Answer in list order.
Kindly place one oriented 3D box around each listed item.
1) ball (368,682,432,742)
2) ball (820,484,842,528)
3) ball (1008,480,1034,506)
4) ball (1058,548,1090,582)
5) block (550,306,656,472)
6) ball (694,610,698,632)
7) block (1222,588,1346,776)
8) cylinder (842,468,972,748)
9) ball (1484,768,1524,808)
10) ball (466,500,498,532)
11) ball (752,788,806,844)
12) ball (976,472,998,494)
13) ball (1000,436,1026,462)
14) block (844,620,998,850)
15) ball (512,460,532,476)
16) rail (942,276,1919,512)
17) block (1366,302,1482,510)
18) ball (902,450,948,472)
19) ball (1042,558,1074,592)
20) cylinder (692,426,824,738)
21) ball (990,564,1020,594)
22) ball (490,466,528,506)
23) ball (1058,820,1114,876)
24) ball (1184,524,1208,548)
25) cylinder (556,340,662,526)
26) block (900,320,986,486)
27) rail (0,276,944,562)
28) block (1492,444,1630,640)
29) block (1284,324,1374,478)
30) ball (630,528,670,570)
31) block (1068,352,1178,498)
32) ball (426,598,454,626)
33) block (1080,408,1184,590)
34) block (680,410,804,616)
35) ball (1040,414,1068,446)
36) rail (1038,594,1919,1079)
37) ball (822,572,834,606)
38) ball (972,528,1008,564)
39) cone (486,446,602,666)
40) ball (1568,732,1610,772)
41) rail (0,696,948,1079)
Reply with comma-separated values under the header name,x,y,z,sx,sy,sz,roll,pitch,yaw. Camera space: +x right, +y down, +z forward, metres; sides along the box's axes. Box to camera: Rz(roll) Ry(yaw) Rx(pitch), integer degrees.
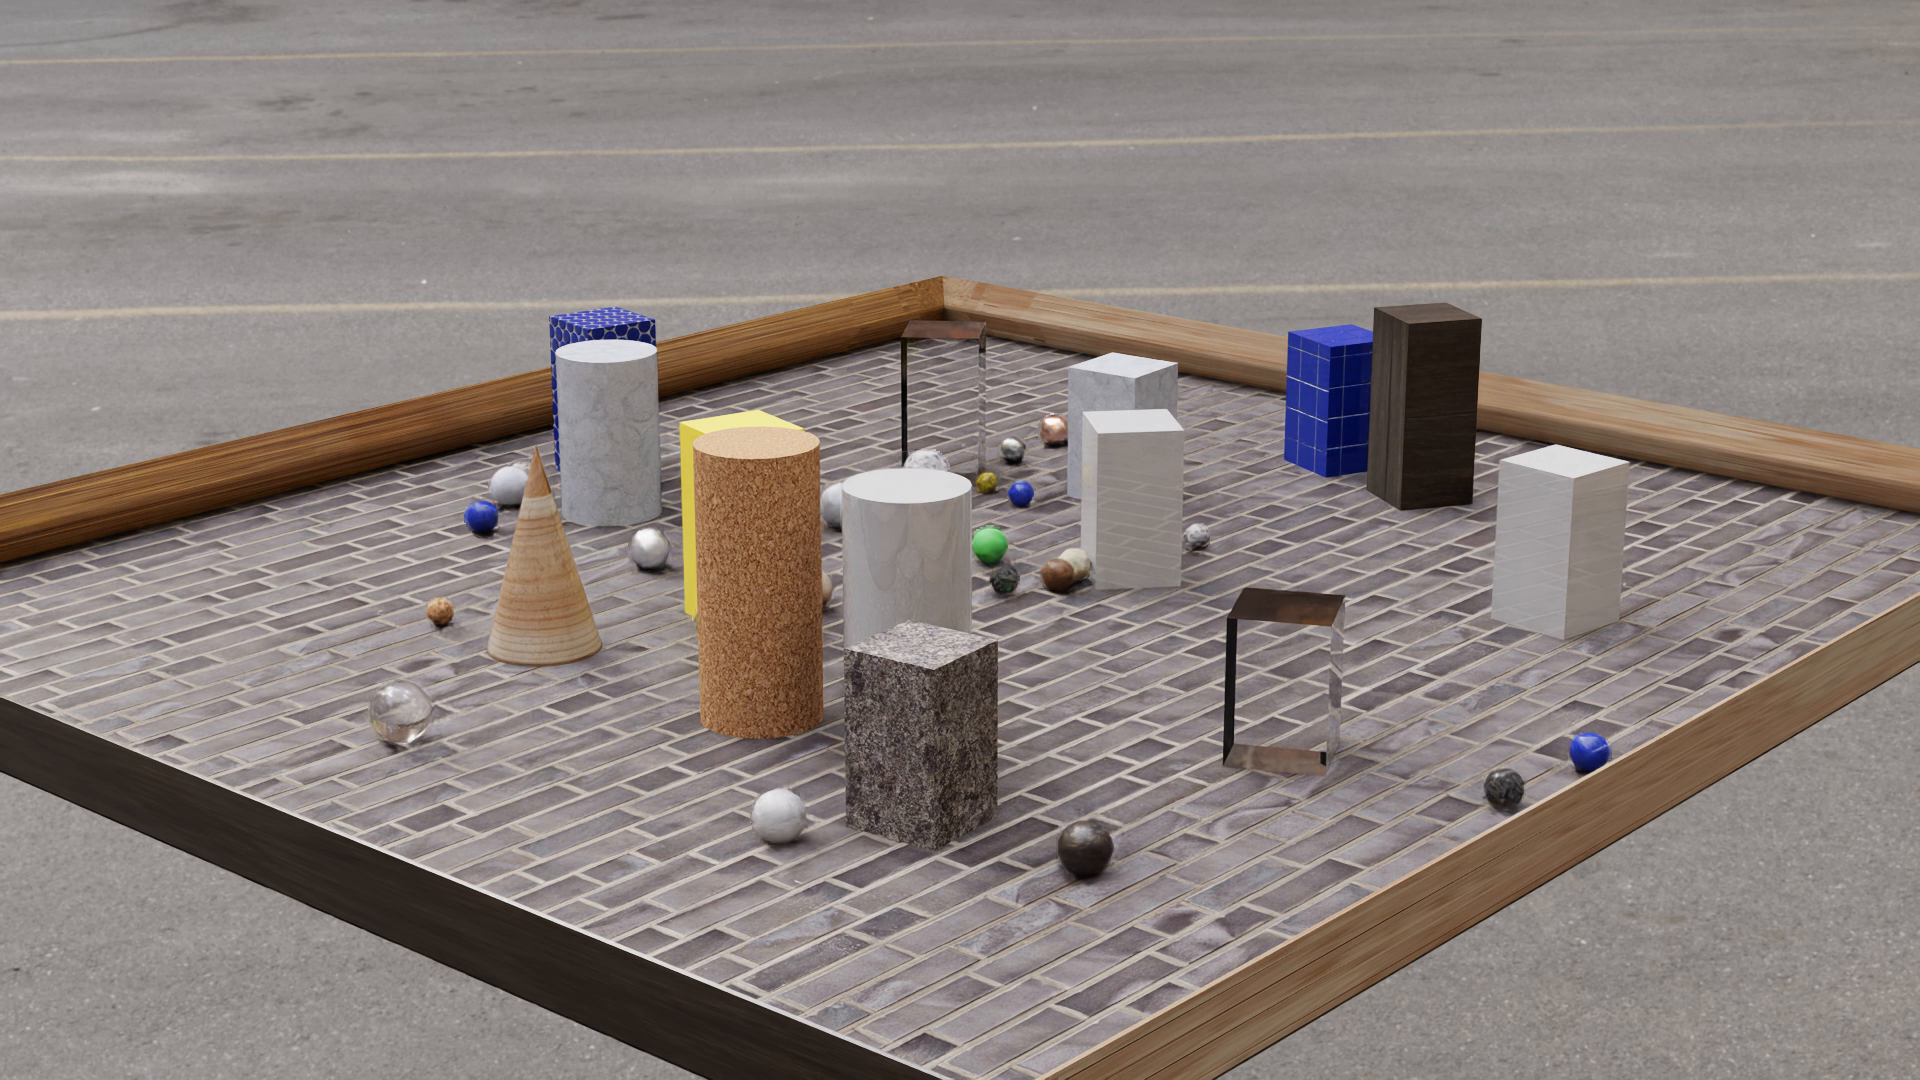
name,x,y,z,sx,sy,sz,roll,pitch,yaw
ball,-0.844,0.259,4.421,0.093,0.093,0.093,0,17,0
ball,-0.222,-0.065,5.510,0.084,0.084,0.084,0,17,0
ball,0.118,-0.090,5.655,0.049,0.049,0.049,0,17,0
ball,0.201,0.044,5.192,0.059,0.059,0.059,0,17,0
block,-0.709,-0.289,5.851,0.153,0.315,0.153,-12,21,-35
ball,-0.401,0.134,4.860,0.079,0.079,0.079,0,17,0
block,0.481,0.208,4.352,0.153,0.231,0.153,4,17,14
cylinder,-0.078,0.116,4.349,0.191,0.409,0.191,0,17,0
ball,0.775,0.353,4.174,0.057,0.057,0.057,0,17,0
ball,-0.892,-0.043,5.481,0.060,0.060,0.060,0,17,0
ball,-0.250,0.381,4.050,0.075,0.075,0.075,0,17,0
ball,0.053,-0.113,5.742,0.042,0.042,0.042,0,17,0
ball,0.107,-0.183,5.957,0.052,0.052,0.052,0,17,0
block,-0.053,0.270,4.090,0.153,0.264,0.153,12,20,33
ball,-0.857,-0.124,5.741,0.064,0.064,0.064,0,17,0
rail,1.019,-0.308,6.244,2.853,0.124,0.045,14,22,39
block,0.895,-0.259,5.665,0.153,0.367,0.153,-5,18,-17
ball,-0.067,-0.131,5.716,0.091,0.091,0.091,0,17,0
ball,0.172,0.061,5.139,0.057,0.057,0.057,0,17,0
cylinder,-0.306,0.063,4.472,0.191,0.439,0.191,0,17,0
ball,0.078,0.069,5.122,0.052,0.052,0.052,0,17,0
ball,-0.866,-0.103,5.650,0.077,0.077,0.077,0,17,0
ball,0.168,0.414,3.940,0.076,0.076,0.076,0,17,0
ball,0.434,-0.006,5.384,0.045,0.045,0.045,0,17,0
cylinder,-0.667,-0.205,5.574,0.191,0.316,0.191,0,17,0
block,-0.032,-0.273,5.827,0.153,0.299,0.153,2,17,5
rail,-1.059,-0.235,6.001,0.045,0.124,3.156,14,22,39
block,1.013,0.002,4.952,0.153,0.280,0.153,-14,22,-40
block,0.764,-0.282,5.913,0.153,0.267,0.153,-8,19,-26
ball,-0.557,0.016,5.261,0.074,0.074,0.074,0,17,0
block,0.316,-0.214,5.702,0.153,0.259,0.153,12,21,34
ball,-0.879,0.121,4.961,0.045,0.045,0.045,0,17,0
block,0.304,-0.073,5.192,0.153,0.284,0.153,-2,17,-7
block,-0.366,-0.031,4.961,0.153,0.337,0.153,-11,20,-32
ball,0.196,-0.228,6.087,0.063,0.063,0.063,0,17,0
rail,1.059,0.297,4.240,0.045,0.124,3.156,14,22,39
ball,-0.254,0.084,5.039,0.071,0.071,0.071,0,17,0
ball,0.054,0.010,5.297,0.065,0.065,0.065,0,17,0
cone,-0.687,0.011,4.800,0.191,0.349,0.191,0,17,0
ball,0.925,0.311,4.309,0.059,0.059,0.059,0,17,0
rail,-1.019,0.370,3.997,2.853,0.124,0.045,14,22,39
